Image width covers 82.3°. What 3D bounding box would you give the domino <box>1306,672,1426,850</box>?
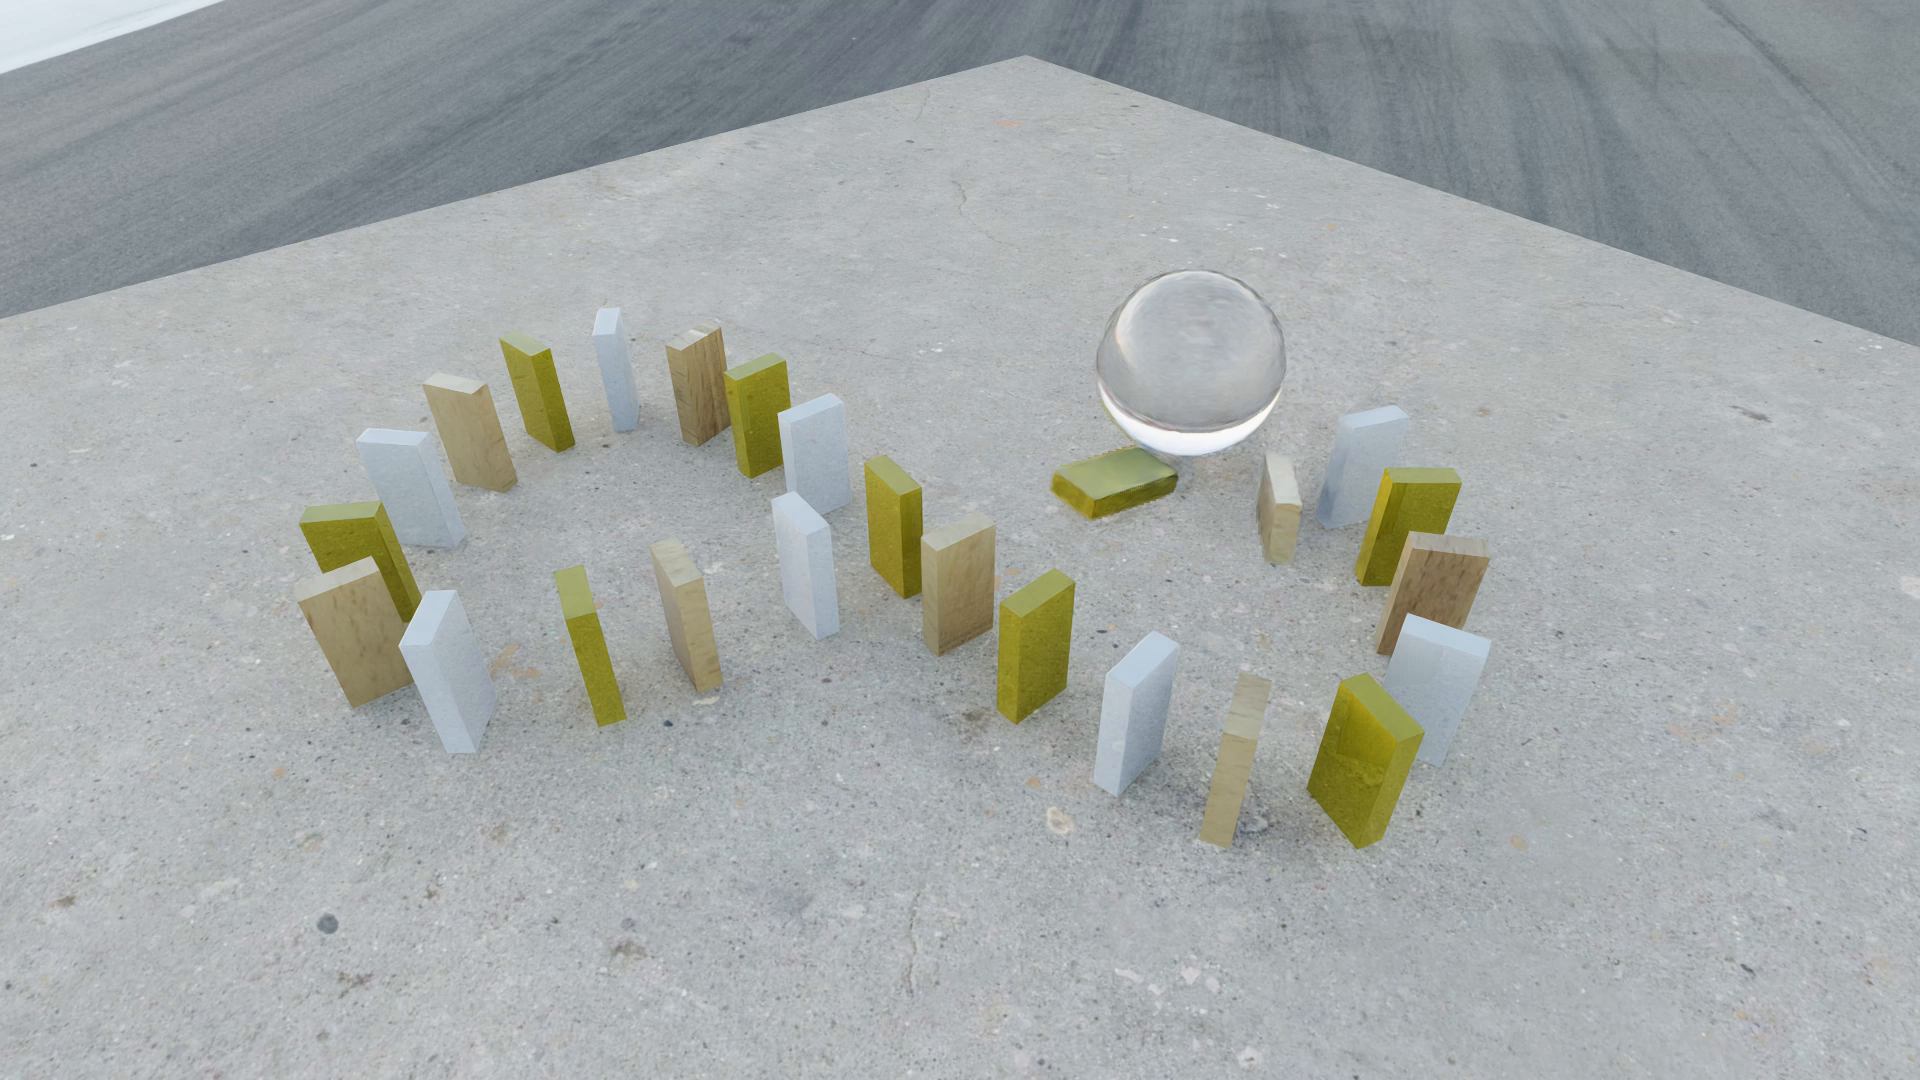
[{"bbox_3d":[0.121,0.067,0.330,0.009,0.050,0.025,-15,42,-18],"label":"domino"}]

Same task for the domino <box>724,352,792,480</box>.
[{"bbox_3d":[-0.086,-0.054,0.477,0.025,0.050,0.010,-30,48,-32],"label":"domino"}]

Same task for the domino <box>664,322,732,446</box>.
[{"bbox_3d":[-0.117,-0.070,0.497,0.009,0.050,0.025,22,44,25],"label":"domino"}]

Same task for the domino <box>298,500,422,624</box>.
[{"bbox_3d":[-0.216,0.009,0.400,0.025,0.050,0.009,-5,40,-7],"label":"domino"}]

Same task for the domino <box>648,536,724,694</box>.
[{"bbox_3d":[-0.094,0.026,0.379,0.009,0.050,0.025,-21,44,-24],"label":"domino"}]

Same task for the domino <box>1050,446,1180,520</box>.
[{"bbox_3d":[0.066,-0.025,0.468,0.050,0.010,0.025,-18,42,-34],"label":"domino"}]

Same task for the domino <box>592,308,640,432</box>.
[{"bbox_3d":[-0.158,-0.078,0.507,0.010,0.050,0.025,-5,40,-7],"label":"domino"}]

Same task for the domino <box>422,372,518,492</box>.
[{"bbox_3d":[-0.207,-0.045,0.466,0.025,0.050,0.009,13,41,15],"label":"domino"}]

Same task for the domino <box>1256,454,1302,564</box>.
[{"bbox_3d":[0.127,-0.013,0.439,0.009,0.025,0.050,5,27,8],"label":"domino"}]

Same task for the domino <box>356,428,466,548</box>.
[{"bbox_3d":[-0.217,-0.020,0.436,0.025,0.050,0.009,5,40,6],"label":"domino"}]

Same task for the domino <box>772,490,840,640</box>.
[{"bbox_3d":[-0.056,0.010,0.400,0.010,0.050,0.025,-25,45,-27],"label":"domino"}]

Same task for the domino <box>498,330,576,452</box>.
[{"bbox_3d":[-0.189,-0.066,0.492,0.025,0.050,0.010,29,47,30],"label":"domino"}]

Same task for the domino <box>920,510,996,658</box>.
[{"bbox_3d":[-0.001,0.016,0.392,0.025,0.050,0.010,-25,46,-27],"label":"domino"}]

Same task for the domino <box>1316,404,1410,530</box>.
[{"bbox_3d":[0.163,-0.029,0.447,0.025,0.050,0.010,-12,41,-14],"label":"domino"}]

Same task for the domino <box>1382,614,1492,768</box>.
[{"bbox_3d":[0.149,0.049,0.352,0.025,0.050,0.009,20,43,22],"label":"domino"}]

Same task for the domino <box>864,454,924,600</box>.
[{"bbox_3d":[-0.025,-0.005,0.417,0.010,0.050,0.025,-23,45,-26],"label":"domino"}]

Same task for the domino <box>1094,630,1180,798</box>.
[{"bbox_3d":[0.055,0.055,0.344,0.010,0.050,0.025,29,47,31],"label":"domino"}]

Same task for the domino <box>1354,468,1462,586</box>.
[{"bbox_3d":[0.169,-0.004,0.417,0.025,0.050,0.010,0,39,0],"label":"domino"}]

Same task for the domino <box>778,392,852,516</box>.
[{"bbox_3d":[-0.059,-0.033,0.452,0.025,0.050,0.009,-26,46,-29],"label":"domino"}]

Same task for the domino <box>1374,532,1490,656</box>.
[{"bbox_3d":[0.165,0.021,0.386,0.025,0.050,0.009,7,40,9],"label":"domino"}]

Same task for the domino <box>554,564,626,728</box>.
[{"bbox_3d":[-0.123,0.036,0.368,0.009,0.050,0.025,-16,42,-18],"label":"domino"}]

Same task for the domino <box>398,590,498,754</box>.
[{"bbox_3d":[-0.166,0.043,0.358,0.010,0.050,0.025,-1,39,-2],"label":"domino"}]

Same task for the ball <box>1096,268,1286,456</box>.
[{"bbox_3d":[0.099,-0.076,0.474,0.080,0.080,0.080,0,39,0],"label":"ball"}]

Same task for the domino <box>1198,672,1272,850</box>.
[{"bbox_3d":[0.082,0.067,0.330,0.010,0.050,0.025,14,41,16],"label":"domino"}]

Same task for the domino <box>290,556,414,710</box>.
[{"bbox_3d":[-0.203,0.032,0.373,0.025,0.050,0.009,-26,46,-28],"label":"domino"}]

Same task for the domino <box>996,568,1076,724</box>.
[{"bbox_3d":[0.025,0.036,0.368,0.025,0.050,0.009,-30,48,-32],"label":"domino"}]
